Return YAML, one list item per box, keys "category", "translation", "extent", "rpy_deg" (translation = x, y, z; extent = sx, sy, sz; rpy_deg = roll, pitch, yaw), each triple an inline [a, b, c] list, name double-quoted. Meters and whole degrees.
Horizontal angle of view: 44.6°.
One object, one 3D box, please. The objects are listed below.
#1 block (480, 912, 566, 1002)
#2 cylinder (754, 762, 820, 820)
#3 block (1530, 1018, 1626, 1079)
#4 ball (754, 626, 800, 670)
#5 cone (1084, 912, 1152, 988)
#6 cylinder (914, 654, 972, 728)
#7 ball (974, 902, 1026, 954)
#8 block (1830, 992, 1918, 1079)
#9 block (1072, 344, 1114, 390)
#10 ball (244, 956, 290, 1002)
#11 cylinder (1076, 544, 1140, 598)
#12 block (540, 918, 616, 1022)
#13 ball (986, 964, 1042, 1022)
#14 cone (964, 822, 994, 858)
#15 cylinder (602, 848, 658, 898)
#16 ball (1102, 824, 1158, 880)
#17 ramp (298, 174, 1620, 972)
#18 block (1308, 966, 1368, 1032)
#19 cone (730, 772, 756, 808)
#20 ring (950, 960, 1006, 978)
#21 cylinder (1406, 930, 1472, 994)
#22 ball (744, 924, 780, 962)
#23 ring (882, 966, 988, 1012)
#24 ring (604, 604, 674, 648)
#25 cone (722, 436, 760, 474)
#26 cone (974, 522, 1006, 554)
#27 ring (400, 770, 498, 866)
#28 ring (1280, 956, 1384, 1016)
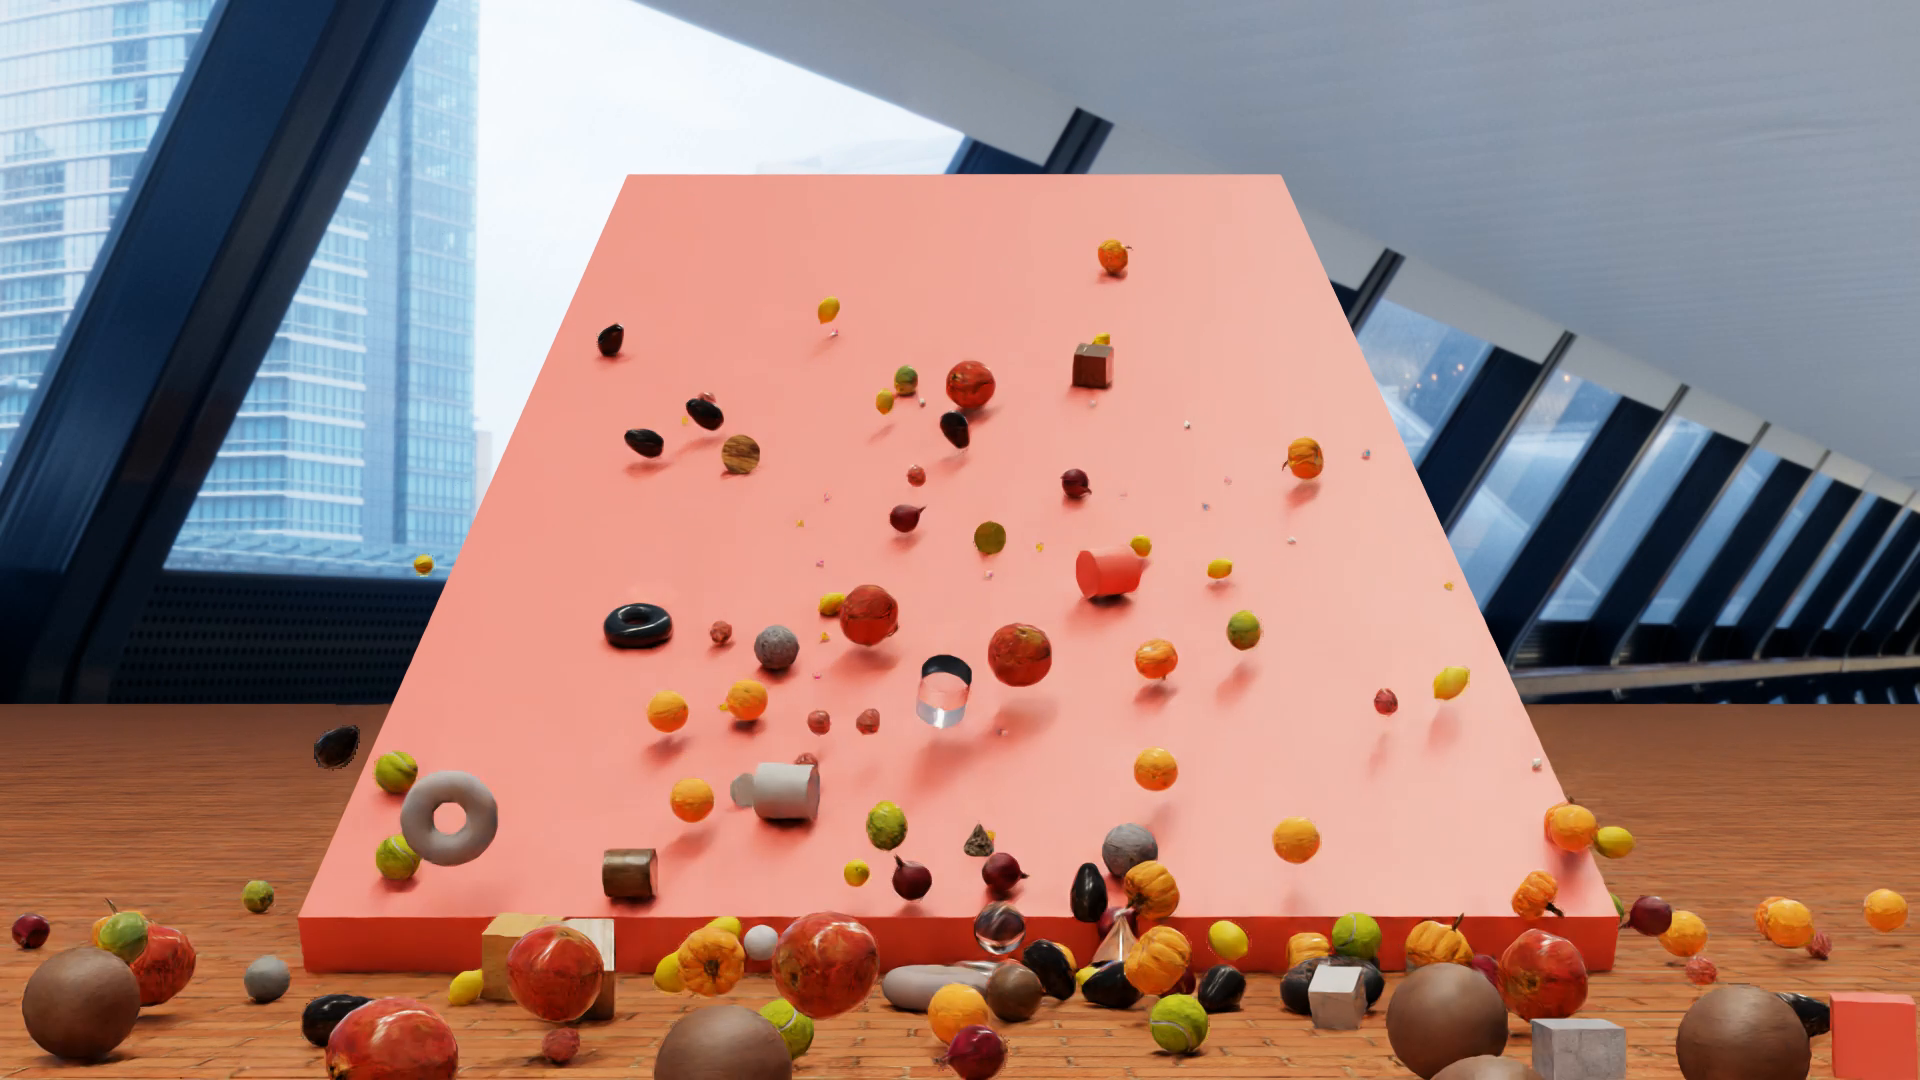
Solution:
- category: "block"
  translation: [-0.608, 0.581, 3.259]
  extent: [0.092, 0.092, 0.092]
  rpy_deg: [3, 10, 6]
- category: "cylinder"
  translation: [-0.279, 0.405, 3.777]
  extent: [0.089, 0.089, 0.089]
  rpy_deg: [1, -4, 10]
- category: "block"
  translation: [0.649, 0.547, 2.458]
  extent: [0.077, 0.077, 0.077]
  rpy_deg: [0, -4, -3]
- category: "ball"
  translation: [-0.333, 0.195, 4.248]
  extent: [0.081, 0.081, 0.081]
  rpy_deg: [0, -4, 0]
- category: "cone"
  translation: [0.229, 0.575, 3.345]
  extent: [0.096, 0.096, 0.096]
  rpy_deg: [5, -32, 3]
- category: "cylinder"
  translation: [-0.028, 0.256, 3.968]
  extent: [0.088, 0.088, 0.088]
  rpy_deg: [1, -47, -10]
- category: "ball"
  translation: [0.059, 0.572, 3.451]
  extent: [0.078, 0.078, 0.078]
  rpy_deg: [0, -4, 0]
- category: "block"
  translation: [1.018, 0.553, 2.611]
  extent: [0.085, 0.085, 0.085]
  rpy_deg: [-1, -4, 18]
- category: "block"
  translation: [0.315, -0.412, 5.557]
  extent: [0.080, 0.080, 0.080]
  rpy_deg: [6, 26, 13]
- category: "ball"
  translation: [-0.957, 0.606, 3.233]
  extent: [0.062, 0.062, 0.062]
  rpy_deg: [0, -4, 0]
- category: "cylinder"
  translation: [0.285, 0.060, 4.506]
  extent: [0.093, 0.093, 0.093]
  rpy_deg: [-7, -1, -25]
- category: "block"
  translation: [-0.495, 0.559, 3.046]
  extent: [0.091, 0.091, 0.091]
  rpy_deg: [0, 37, -7]
- category: "ball"
  translation: [0.070, 0.586, 3.031]
  extent: [0.075, 0.075, 0.075]
  rpy_deg: [0, -4, 0]
- category: "cone"
  translation: [0.030, 0.467, 3.703]
  extent: [0.051, 0.051, 0.051]
  rpy_deg: [0, 25, 0]
- category: "cylinder"
  translation: [-0.503, 0.508, 3.576]
  extent: [0.073, 0.073, 0.073]
  rpy_deg: [-2, -4, 2]
- category: "ball"
  translation: [0.263, 0.483, 3.628]
  extent: [0.087, 0.087, 0.087]
  rpy_deg: [0, -4, 0]
- category: "ramp"
  translation: [-0.009, -0.229, 5.375]
  extent: [2.000, 0.100, 4.000]
  rpy_deg: [0, 25, 0]
- category: "block"
  translation: [0.480, 0.581, 2.972]
  extent: [0.057, 0.057, 0.057]
  rpy_deg: [-2, 24, 24]
- category: "cone"
  translation: [-0.345, 0.410, 3.853]
  extent: [0.057, 0.057, 0.057]
  rpy_deg: [0, -3, 6]
- category: "ring"
  translation: [0.038, 0.620, 3.293]
  extent: [0.129, 0.043, 0.129]
  rpy_deg: [4, -3, 0]
- category: "cylinder"
  translation: [0.683, 0.602, 3.341]
  extent: [0.069, 0.069, 0.069]
  rpy_deg: [24, -4, 0]
- category: "ball"
  translation: [-0.291, 0.592, 3.439]
  extent: [0.053, 0.053, 0.053]
  rpy_deg: [0, -4, 0]
- category: "ring"
  translation: [-0.030, 0.609, 3.177]
  extent: [0.150, 0.050, 0.150]
  rpy_deg: [3, -3, 0]
- category: "ring"
  translation: [-0.601, 0.160, 4.369]
  extent: [0.131, 0.044, 0.131]
  rpy_deg: [0, 26, 0]
- category: "cone"
  translation: [-0.479, -0.184, 5.112]
  extent: [0.085, 0.085, 0.085]
  rpy_deg: [0, -2, -7]
- category: "cone"
  translation: [0.066, -0.004, 4.735]
  extent: [0.066, 0.066, 0.066]
  rpy_deg: [-1, -1, 9]
- category: "ring"
  translation: [-0.771, 0.420, 3.539]
  extent: [0.146, 0.146, 0.049]
  rpy_deg: [1, -2, -9]
- category: "ring"
  translation: [0.498, 0.599, 3.137]
  extent: [0.139, 0.046, 0.139]
  rpy_deg: [-9, 12, 2]
